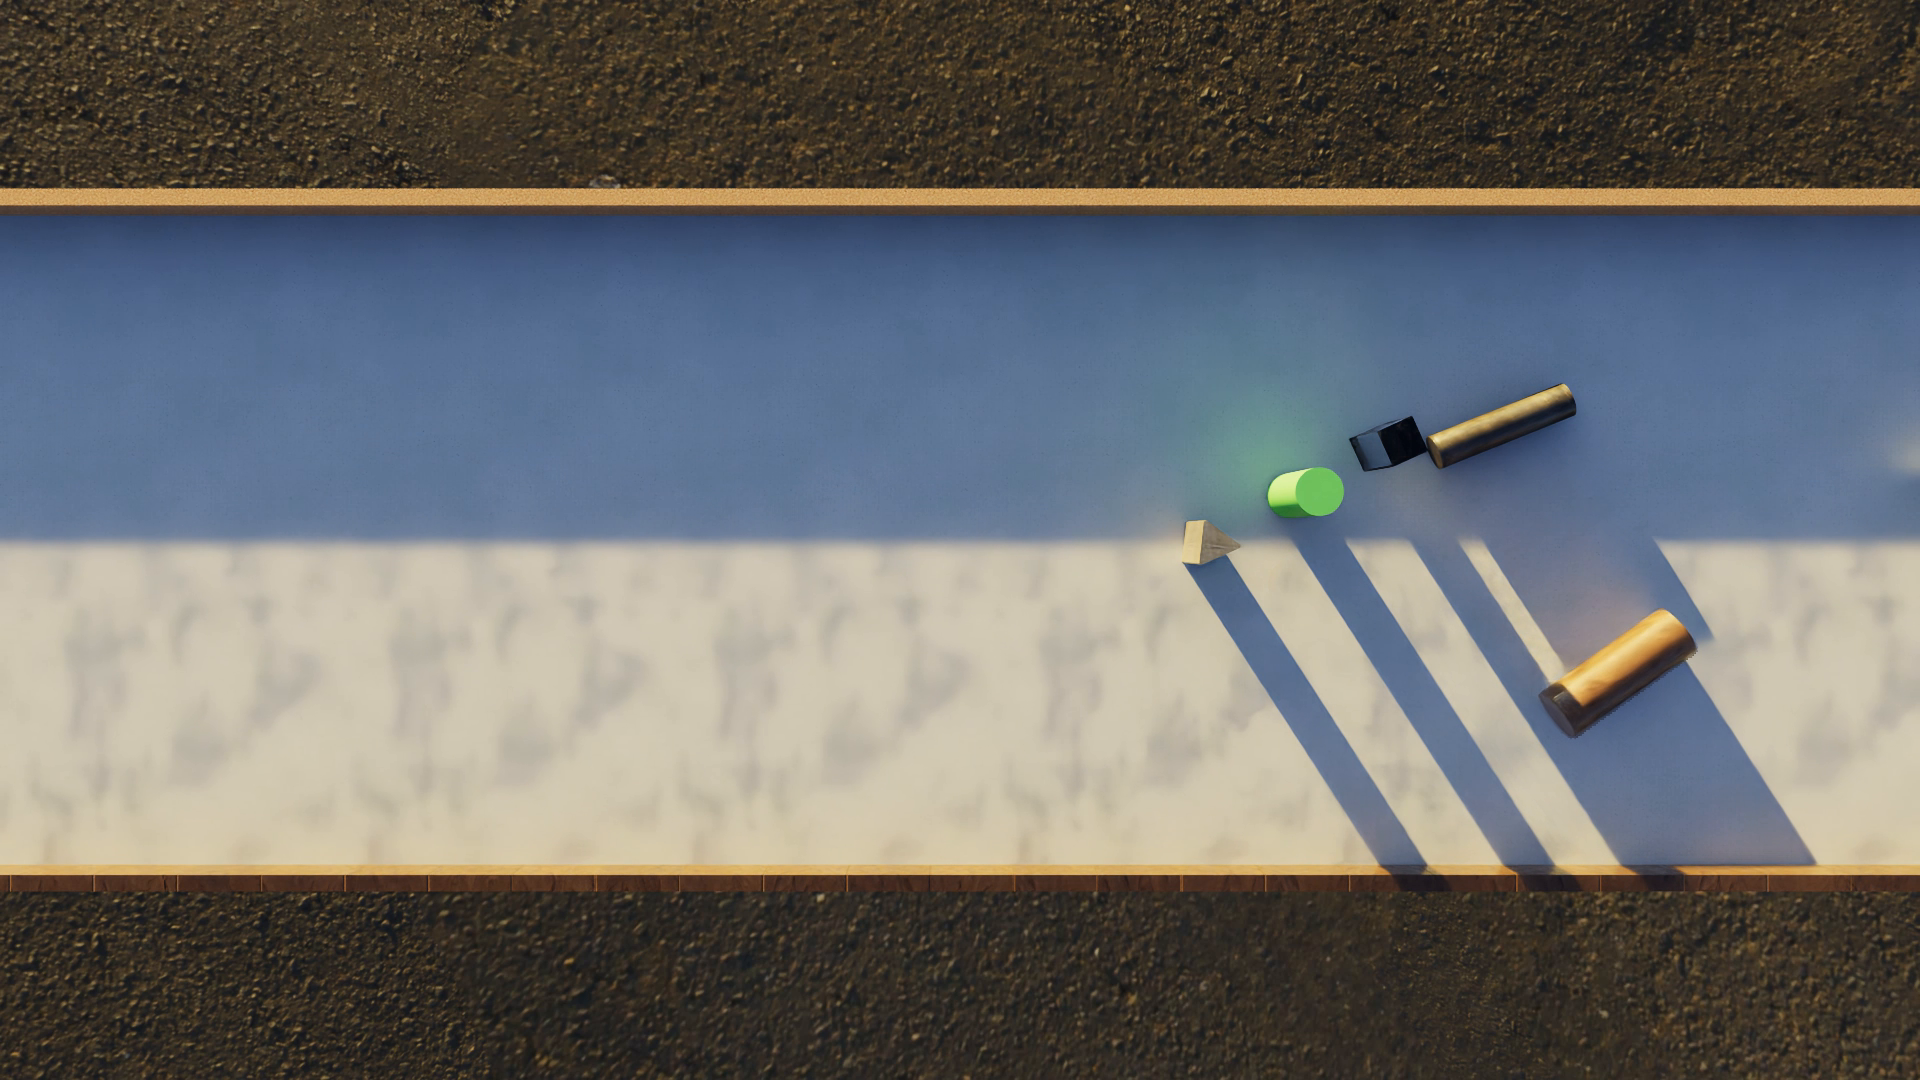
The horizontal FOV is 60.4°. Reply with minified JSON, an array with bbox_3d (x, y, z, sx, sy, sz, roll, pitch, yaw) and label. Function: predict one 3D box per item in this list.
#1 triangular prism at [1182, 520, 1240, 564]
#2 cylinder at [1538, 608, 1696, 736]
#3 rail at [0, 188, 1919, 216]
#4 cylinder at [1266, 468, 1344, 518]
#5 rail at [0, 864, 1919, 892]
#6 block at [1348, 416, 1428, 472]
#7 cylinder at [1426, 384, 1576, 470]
[{"bbox_3d":[0.721,-0.006,4.892,0.126,0.369,0.110,-24,90,0],"label":"triangular prism"},{"bbox_3d":[1.989,0.402,4.996,0.445,0.162,0.162,-35,90,0],"label":"cylinder"},{"bbox_3d":[-2.247,-1.025,5.002,12.000,0.150,0.050,0,90,0],"label":"rail"},{"bbox_3d":[1.013,-0.136,4.861,0.137,0.432,0.137,0,90,0],"label":"cylinder"},{"bbox_3d":[-2.247,1.025,5.001,12.000,0.150,0.050,0,90,0],"label":"rail"},{"bbox_3d":[1.271,-0.283,4.906,0.112,0.341,0.112,-24,90,0],"label":"block"},{"bbox_3d":[1.647,-0.346,5.022,0.437,0.107,0.107,-22,90,0],"label":"cylinder"}]
